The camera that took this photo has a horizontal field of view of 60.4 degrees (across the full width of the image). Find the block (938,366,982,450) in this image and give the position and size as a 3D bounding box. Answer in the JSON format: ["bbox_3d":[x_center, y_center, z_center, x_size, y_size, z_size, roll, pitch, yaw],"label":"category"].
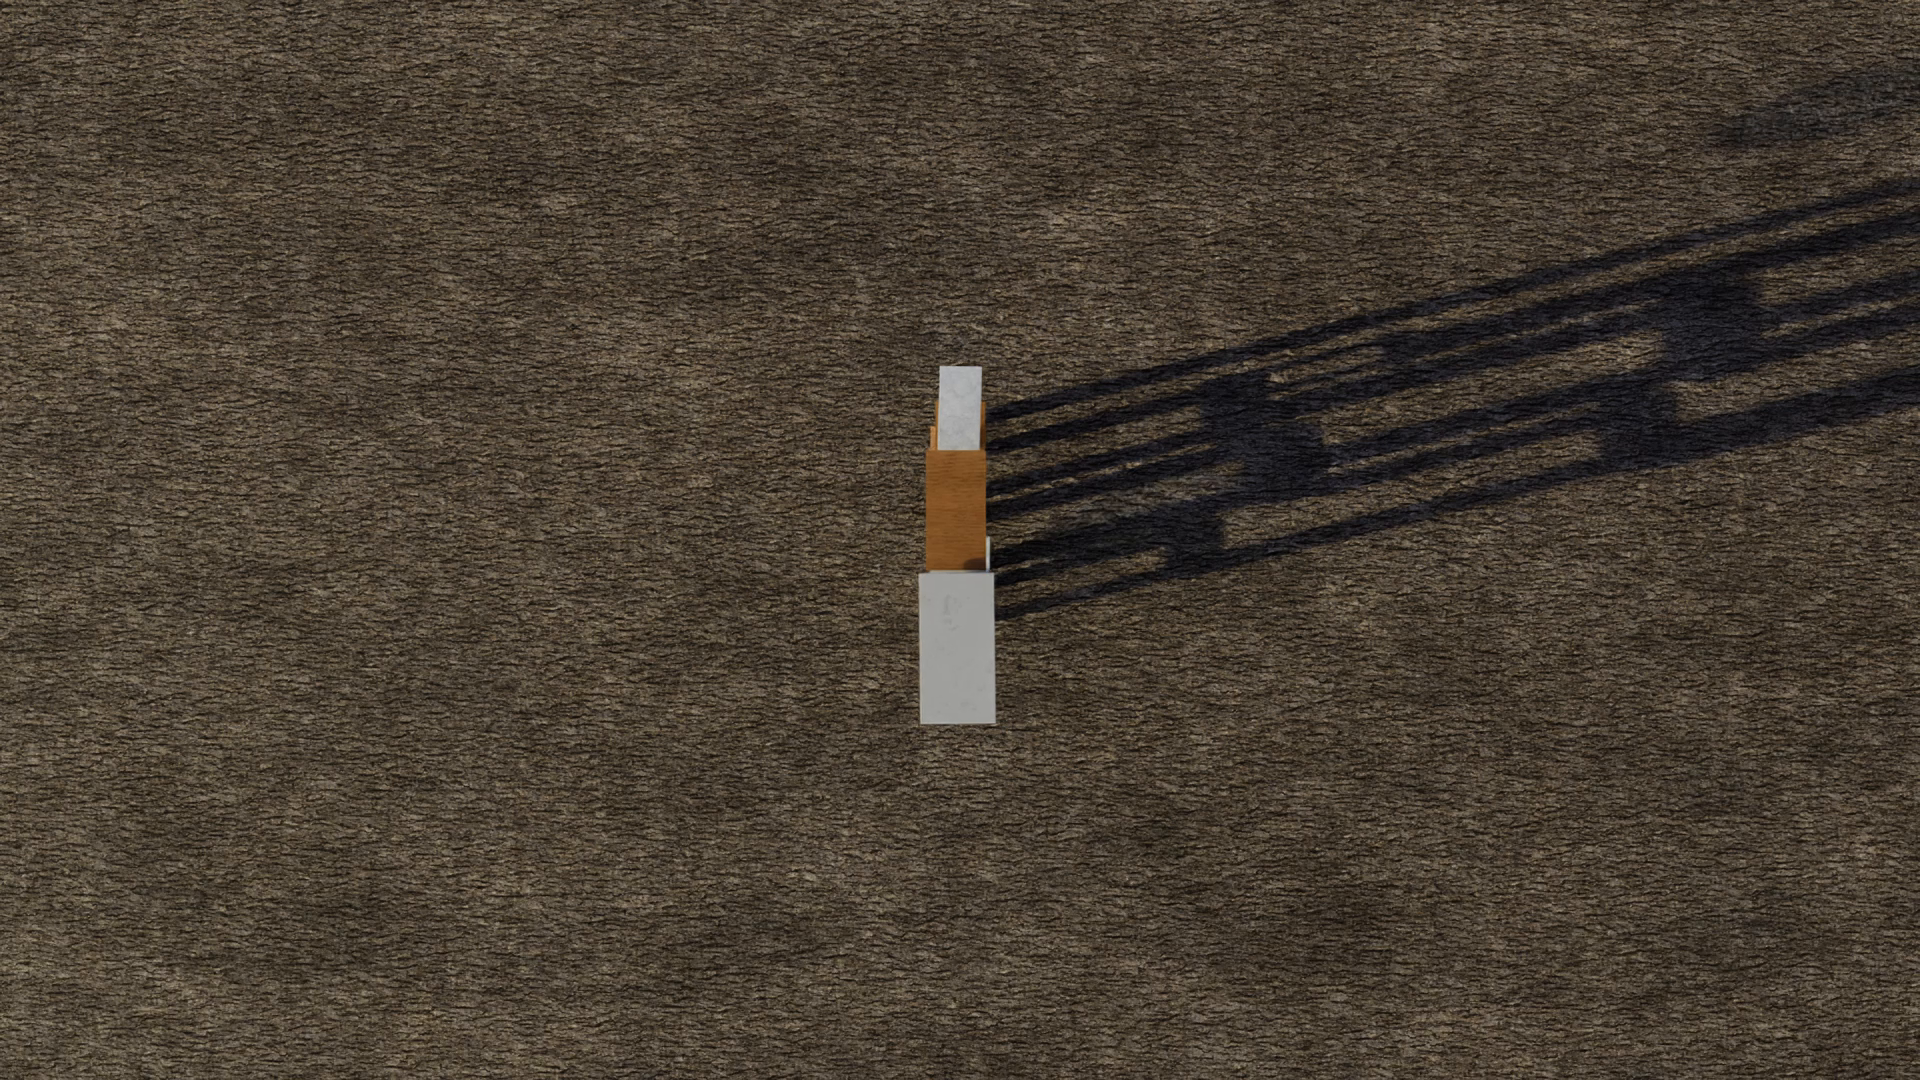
[{"bbox_3d":[0.000,-0.321,4.034,0.103,0.029,0.205,1,90,0],"label":"block"}]

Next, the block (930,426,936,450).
[{"bbox_3d":[-0.006,-0.164,4.570,0.149,0.042,0.299,0,90,0],"label":"block"}]

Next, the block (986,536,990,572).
[{"bbox_3d":[0.002,0.152,4.544,0.162,0.046,0.323,0,90,0],"label":"block"}]

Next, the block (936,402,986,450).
[{"bbox_3d":[0.001,-0.227,4.272,0.129,0.037,0.258,0,90,0],"label":"block"}]

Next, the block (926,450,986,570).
[{"bbox_3d":[-0.009,-0.070,3.906,0.141,0.040,0.283,0,90,0],"label":"block"}]

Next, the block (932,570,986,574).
[{"bbox_3d":[-0.002,0.044,4.228,0.137,0.039,0.274,0,90,0],"label":"block"}]

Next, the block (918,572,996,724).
[{"bbox_3d":[-0.006,0.251,3.835,0.174,0.049,0.348,-1,90,0],"label":"block"}]
